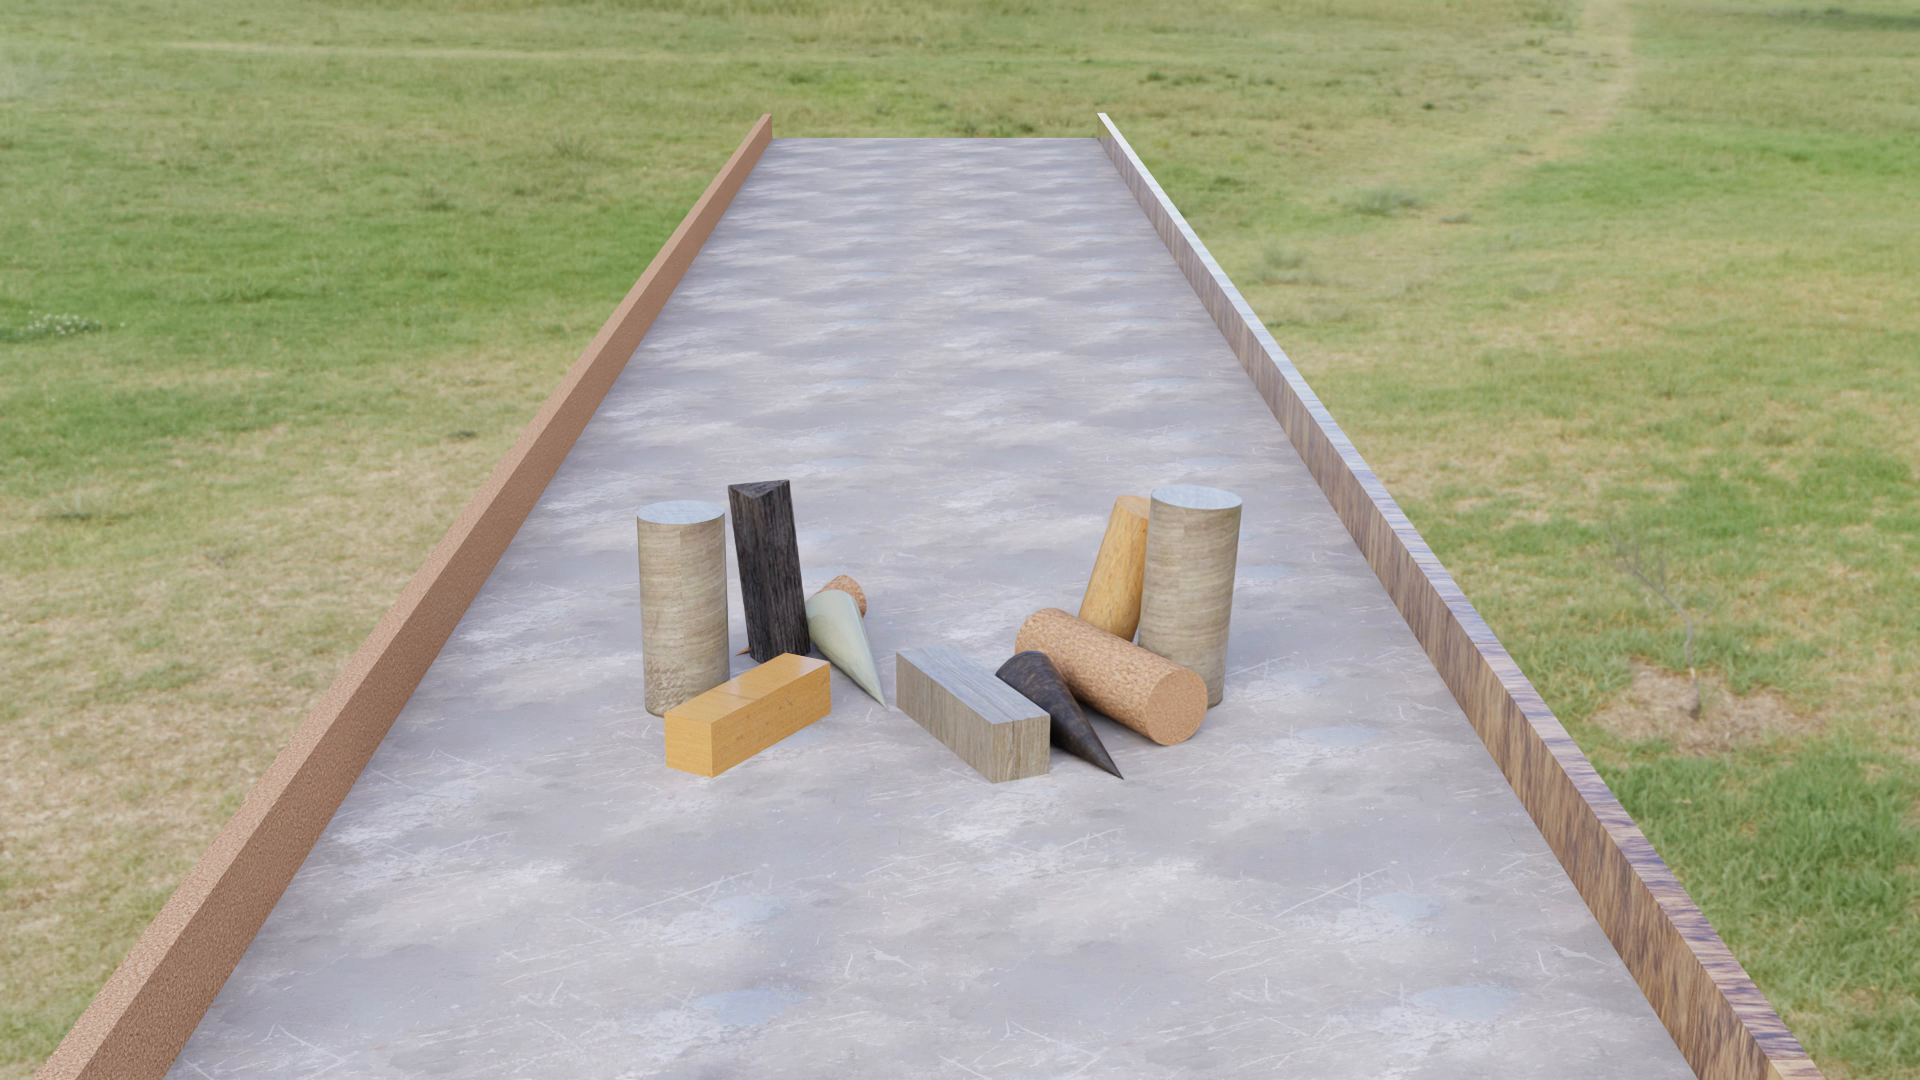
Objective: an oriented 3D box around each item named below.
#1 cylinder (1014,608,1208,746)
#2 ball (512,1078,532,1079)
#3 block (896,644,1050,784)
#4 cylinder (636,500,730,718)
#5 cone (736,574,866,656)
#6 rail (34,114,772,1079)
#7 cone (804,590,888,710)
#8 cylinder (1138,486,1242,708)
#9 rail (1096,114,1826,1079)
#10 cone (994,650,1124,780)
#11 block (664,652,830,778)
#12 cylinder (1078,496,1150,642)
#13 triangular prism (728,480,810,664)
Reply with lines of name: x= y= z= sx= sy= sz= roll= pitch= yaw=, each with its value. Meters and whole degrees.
cylinder: x=0.278 y=0.251 z=4.130 sx=0.143 sy=0.143 sz=0.418 roll=-10 pitch=19 yaw=-31
ball: x=-0.484 y=0.713 z=2.401 sx=0.243 sy=0.243 sz=0.243 roll=0 pitch=17 yaw=0
block: x=0.018 y=0.309 z=3.993 sx=0.110 sy=0.110 sz=0.416 roll=-8 pitch=18 yaw=-24
cylinder: x=-0.516 y=0.131 z=4.120 sx=0.162 sy=0.381 sz=0.162 roll=0 pitch=17 yaw=0
cone: x=-0.344 y=0.178 z=4.538 sx=0.103 sy=0.103 sz=0.323 roll=16 pitch=32 yaw=42
rail: x=-1.118 y=-0.838 z=7.780 sx=0.050 sy=0.150 sz=12.000 roll=0 pitch=17 yaw=-1
cone: x=-0.201 y=0.239 z=4.311 sx=0.128 sy=0.128 sz=0.380 roll=-6 pitch=27 yaw=-19
cylinder: x=0.430 y=0.108 z=4.159 sx=0.171 sy=0.392 sz=0.171 roll=3 pitch=16 yaw=-1
rail: x=0.932 y=-0.844 z=7.801 sx=0.050 sy=0.150 sz=12.000 roll=0 pitch=17 yaw=-1
cone: x=0.200 y=0.343 z=3.950 sx=0.143 sy=0.143 sz=0.345 roll=-10 pitch=31 yaw=-29
block: x=-0.381 y=0.314 z=3.993 sx=0.102 sy=0.102 sz=0.368 roll=10 pitch=19 yaw=29
cylinder: x=0.315 y=0.086 z=4.325 sx=0.119 sy=0.330 sz=0.119 roll=15 pitch=21 yaw=-6
triangular prism: x=-0.363 y=0.065 z=4.350 sx=0.103 sy=0.365 sz=0.119 roll=-16 pitch=22 yaw=-28
